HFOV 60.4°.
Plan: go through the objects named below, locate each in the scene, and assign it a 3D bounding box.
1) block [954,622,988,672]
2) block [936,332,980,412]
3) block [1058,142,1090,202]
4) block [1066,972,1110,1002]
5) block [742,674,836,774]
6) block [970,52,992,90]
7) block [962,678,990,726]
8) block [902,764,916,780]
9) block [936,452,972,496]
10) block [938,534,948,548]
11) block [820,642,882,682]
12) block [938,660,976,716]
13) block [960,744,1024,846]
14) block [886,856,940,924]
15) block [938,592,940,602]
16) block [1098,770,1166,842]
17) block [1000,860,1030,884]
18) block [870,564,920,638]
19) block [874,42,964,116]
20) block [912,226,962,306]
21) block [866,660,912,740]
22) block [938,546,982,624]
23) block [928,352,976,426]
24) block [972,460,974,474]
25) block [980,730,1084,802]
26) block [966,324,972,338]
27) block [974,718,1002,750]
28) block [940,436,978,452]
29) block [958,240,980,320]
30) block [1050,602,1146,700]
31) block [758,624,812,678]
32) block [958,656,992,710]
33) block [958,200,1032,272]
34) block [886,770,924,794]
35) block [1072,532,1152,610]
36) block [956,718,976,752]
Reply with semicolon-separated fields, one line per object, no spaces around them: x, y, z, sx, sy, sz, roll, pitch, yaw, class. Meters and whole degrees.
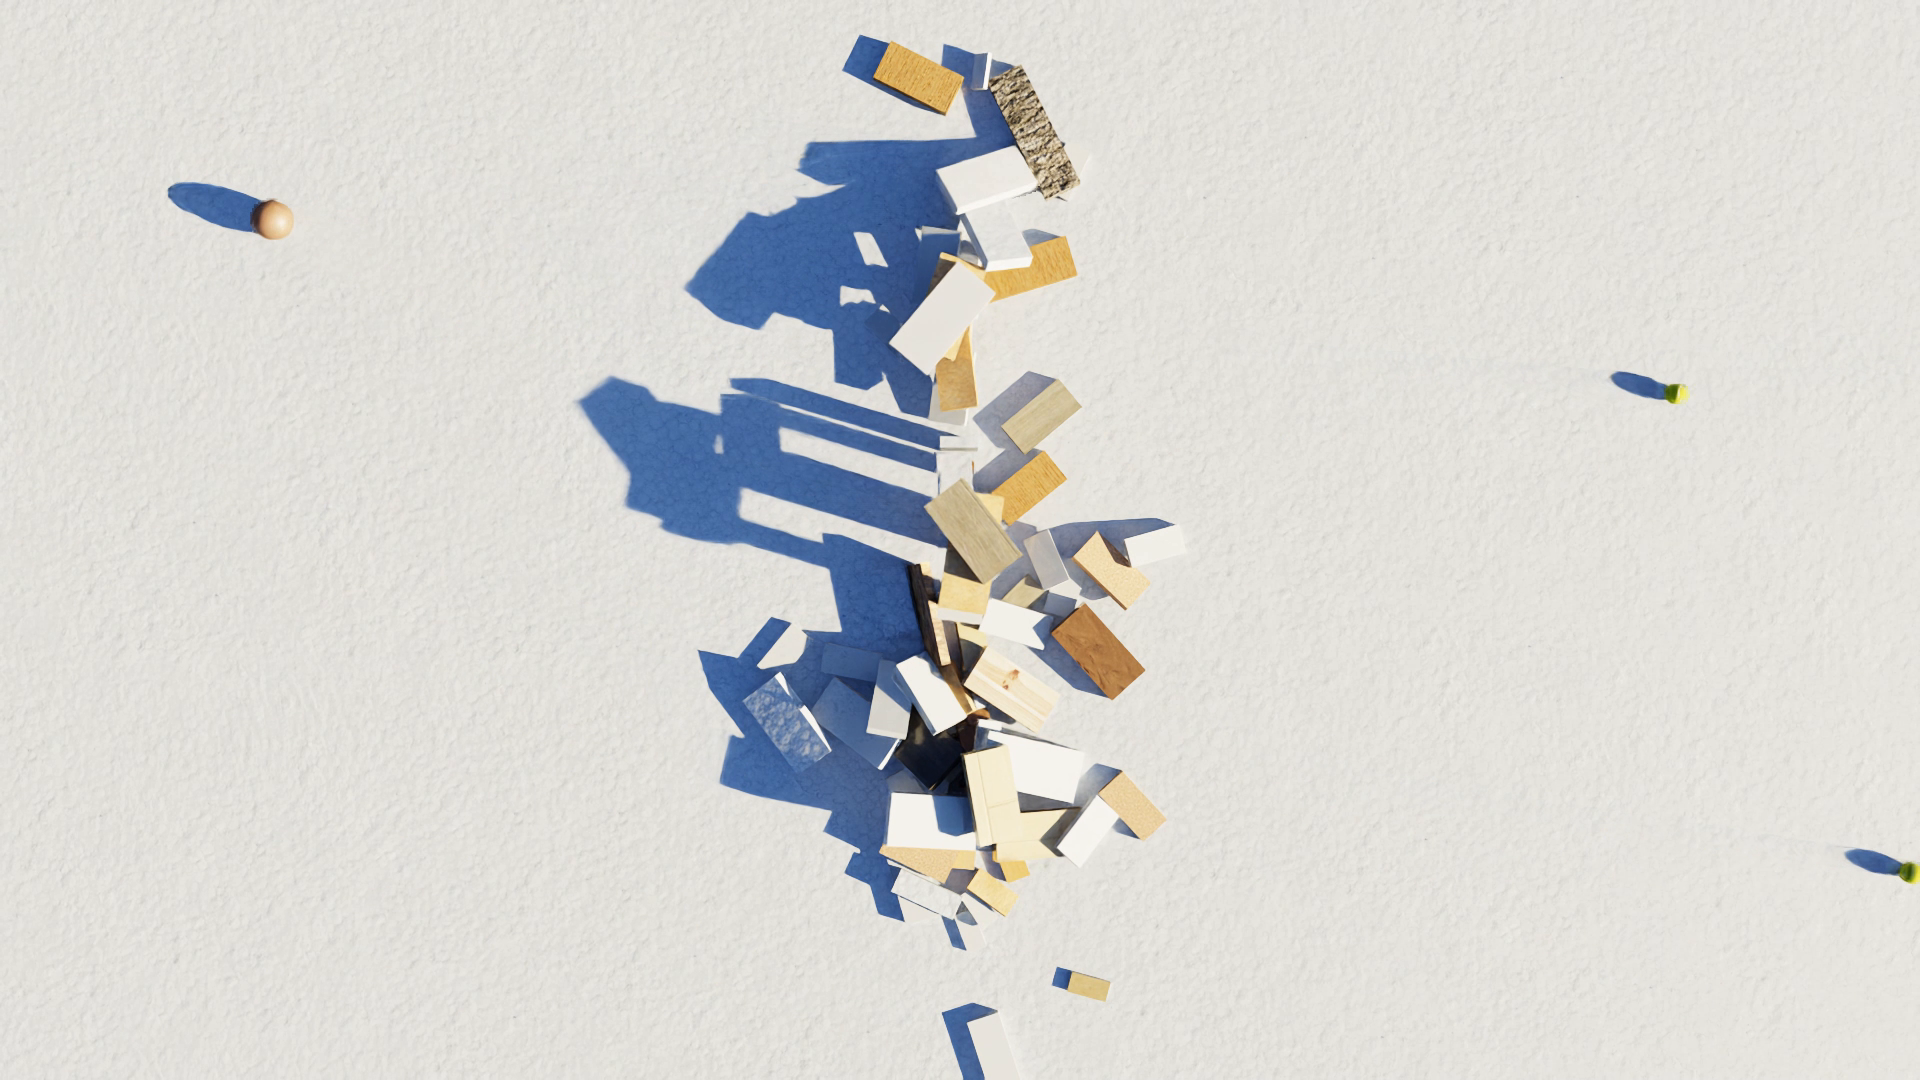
0.042;0.338;5.457;0.092;0.026;0.184;-7;78;-16;block
-0.015;-0.549;5.386;0.123;0.035;0.246;-7;88;10;block
0.357;-1.226;5.488;0.088;0.025;0.176;25;90;0;block
0.428;1.486;5.491;0.132;0.019;0.066;15;90;0;block
-0.566;0.607;5.452;0.153;0.043;0.307;-37;90;21;block
0.070;-1.554;5.474;0.059;0.017;0.119;8;90;43;block
0.038;0.532;5.464;0.077;0.022;0.154;-17;78;-16;block
-0.164;0.688;5.448;0.090;0.026;0.181;-33;69;10;block
-0.015;-0.164;5.262;0.111;0.031;0.221;-2;90;0;block
0.002;-0.004;5.359;0.141;0.283;0.040;-8;90;0;block
-0.361;0.408;5.486;0.194;0.028;0.097;11;90;0;block
-0.025;0.499;5.445;0.092;0.026;0.184;-31;75;25;block
0.105;0.825;5.338;0.151;0.043;0.302;-11;94;-17;block
-0.155;1.145;5.483;0.119;0.034;0.238;-16;90;0;block
0.000;0.191;5.358;0.141;0.283;0.040;1;89;0;block
0.574;0.884;5.485;0.109;0.031;0.218;-43;90;0;block
0.167;1.052;5.489;0.080;0.023;0.160;-21;90;0;block
-0.217;0.200;5.484;0.114;0.032;0.229;-13;90;0;block
-0.137;-1.534;5.481;0.270;0.038;0.135;27;90;0;block
-0.075;-0.888;5.380;0.127;0.036;0.254;11;102;10;block
-0.219;0.519;5.388;0.128;0.036;0.256;10;56;-1;block
0.017;0.117;5.197;0.141;0.040;0.283;8;90;0;block
-0.025;-0.507;5.446;0.123;0.035;0.246;10;103;10;block
-0.009;-0.236;5.389;0.111;0.221;0.031;0;89;0;block
0.228;0.743;5.423;0.341;0.048;0.171;15;86;-17;block
-0.025;-0.708;5.443;0.127;0.036;0.254;3;102;12;block
0.086;0.669;5.415;0.077;0.022;0.154;9;88;-17;block
-0.002;-0.312;5.377;0.123;0.246;0.035;0;90;0;block
0.001;-0.861;5.442;0.127;0.036;0.254;5;103;11;block
0.456;0.368;5.464;0.152;0.043;0.304;-42;96;0;block
-0.581;0.375;5.487;0.091;0.026;0.182;39;90;0;block
0.067;0.461;5.460;0.092;0.026;0.184;-15;81;-17;block
0.104;-1.014;5.379;0.157;0.044;0.314;-11;59;-22;block
-0.167;0.854;5.487;0.091;0.026;0.182;-28;90;0;block
0.501;0.102;5.465;0.247;0.035;0.124;44;73;0;block
0.031;0.634;5.456;0.077;0.022;0.154;-11;70;-11;block
